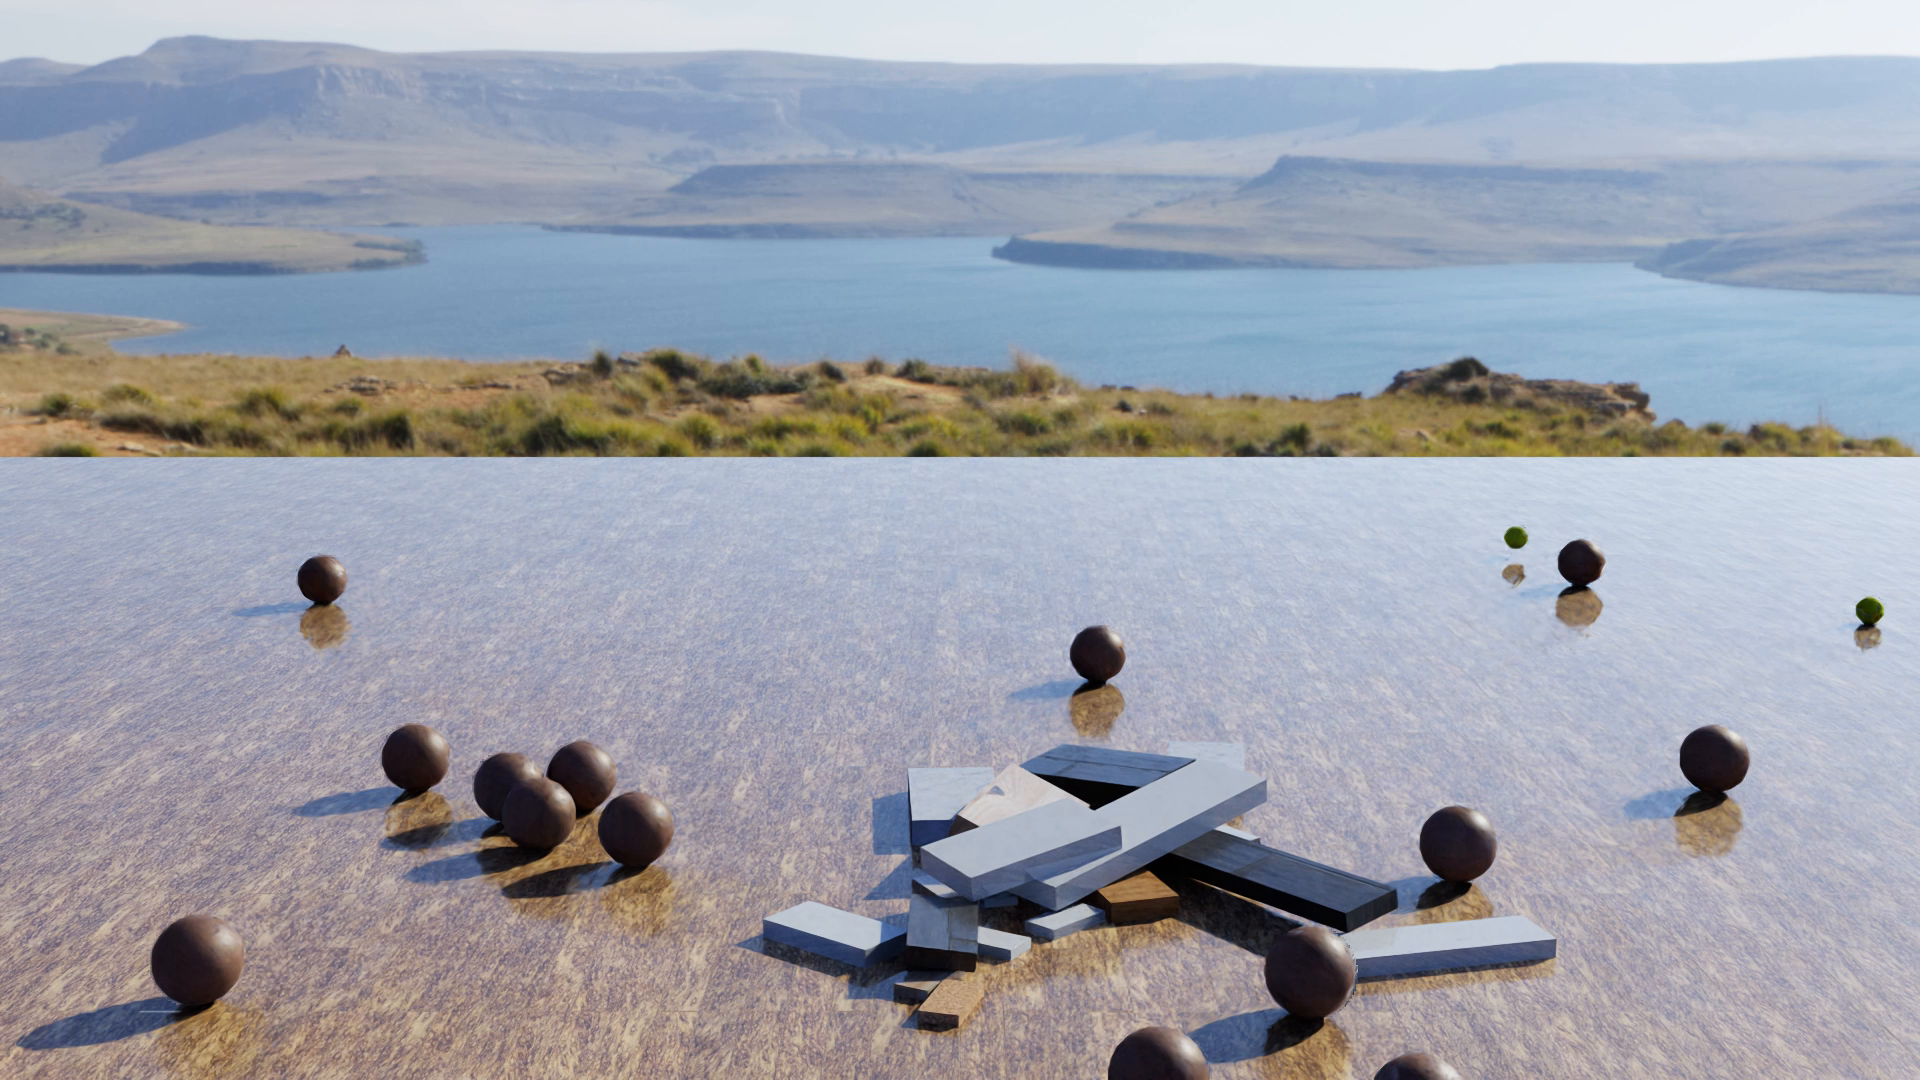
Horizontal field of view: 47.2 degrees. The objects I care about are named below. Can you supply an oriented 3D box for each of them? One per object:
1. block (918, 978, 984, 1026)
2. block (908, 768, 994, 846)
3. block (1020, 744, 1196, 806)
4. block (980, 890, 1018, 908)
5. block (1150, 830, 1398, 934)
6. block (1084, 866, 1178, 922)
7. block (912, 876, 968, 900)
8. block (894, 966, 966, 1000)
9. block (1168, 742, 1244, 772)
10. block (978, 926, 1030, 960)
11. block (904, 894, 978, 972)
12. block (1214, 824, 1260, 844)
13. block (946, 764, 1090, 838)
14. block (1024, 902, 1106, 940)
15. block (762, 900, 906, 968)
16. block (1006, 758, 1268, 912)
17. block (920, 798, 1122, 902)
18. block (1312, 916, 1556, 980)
[{"bbox_3d":[-0.013,0.670,3.188,0.062,0.018,0.124,3,11,17],"label":"block"},{"bbox_3d":[-0.011,0.491,4.077,0.163,0.046,0.327,0,11,-3],"label":"block"},{"bbox_3d":[0.271,0.448,4.169,0.327,0.046,0.163,2,15,44],"label":"block"},{"bbox_3d":[0.054,0.583,3.661,0.057,0.016,0.114,-3,11,-13],"label":"block"},{"bbox_3d":[0.457,0.540,3.670,0.117,0.033,0.608,-17,17,-35],"label":"block"},{"bbox_3d":[0.264,0.575,3.658,0.117,0.033,0.235,-3,11,-17],"label":"block"},{"bbox_3d":[-0.029,0.583,3.661,0.057,0.016,0.114,-6,12,-27],"label":"block"},{"bbox_3d":[-0.045,0.655,3.276,0.057,0.016,0.114,6,12,29],"label":"block"},{"bbox_3d":[0.477,0.455,4.282,0.149,0.042,0.298,1,11,7],"label":"block"},{"bbox_3d":[0.041,0.626,3.427,0.124,0.018,0.062,6,12,31],"label":"block"},{"bbox_3d":[-0.028,0.603,3.385,0.107,0.030,0.214,7,12,-1],"label":"block"},{"bbox_3d":[0.409,0.527,3.915,0.117,0.033,0.235,-8,13,-37],"label":"block"},{"bbox_3d":[0.107,0.495,3.882,0.163,0.046,0.327,28,17,12],"label":"block"},{"bbox_3d":[0.169,0.609,3.519,0.062,0.018,0.124,10,15,43],"label":"block"},{"bbox_3d":[-0.194,0.617,3.443,0.214,0.030,0.107,8,13,38],"label":"block"},{"bbox_3d":[0.295,0.495,3.747,0.540,0.042,0.149,-19,23,-41],"label":"block"},{"bbox_3d":[0.102,0.505,3.611,0.298,0.042,0.149,-14,20,-31],"label":"block"},{"bbox_3d":[0.731,0.626,3.390,0.356,0.030,0.107,-3,11,-14],"label":"block"}]
